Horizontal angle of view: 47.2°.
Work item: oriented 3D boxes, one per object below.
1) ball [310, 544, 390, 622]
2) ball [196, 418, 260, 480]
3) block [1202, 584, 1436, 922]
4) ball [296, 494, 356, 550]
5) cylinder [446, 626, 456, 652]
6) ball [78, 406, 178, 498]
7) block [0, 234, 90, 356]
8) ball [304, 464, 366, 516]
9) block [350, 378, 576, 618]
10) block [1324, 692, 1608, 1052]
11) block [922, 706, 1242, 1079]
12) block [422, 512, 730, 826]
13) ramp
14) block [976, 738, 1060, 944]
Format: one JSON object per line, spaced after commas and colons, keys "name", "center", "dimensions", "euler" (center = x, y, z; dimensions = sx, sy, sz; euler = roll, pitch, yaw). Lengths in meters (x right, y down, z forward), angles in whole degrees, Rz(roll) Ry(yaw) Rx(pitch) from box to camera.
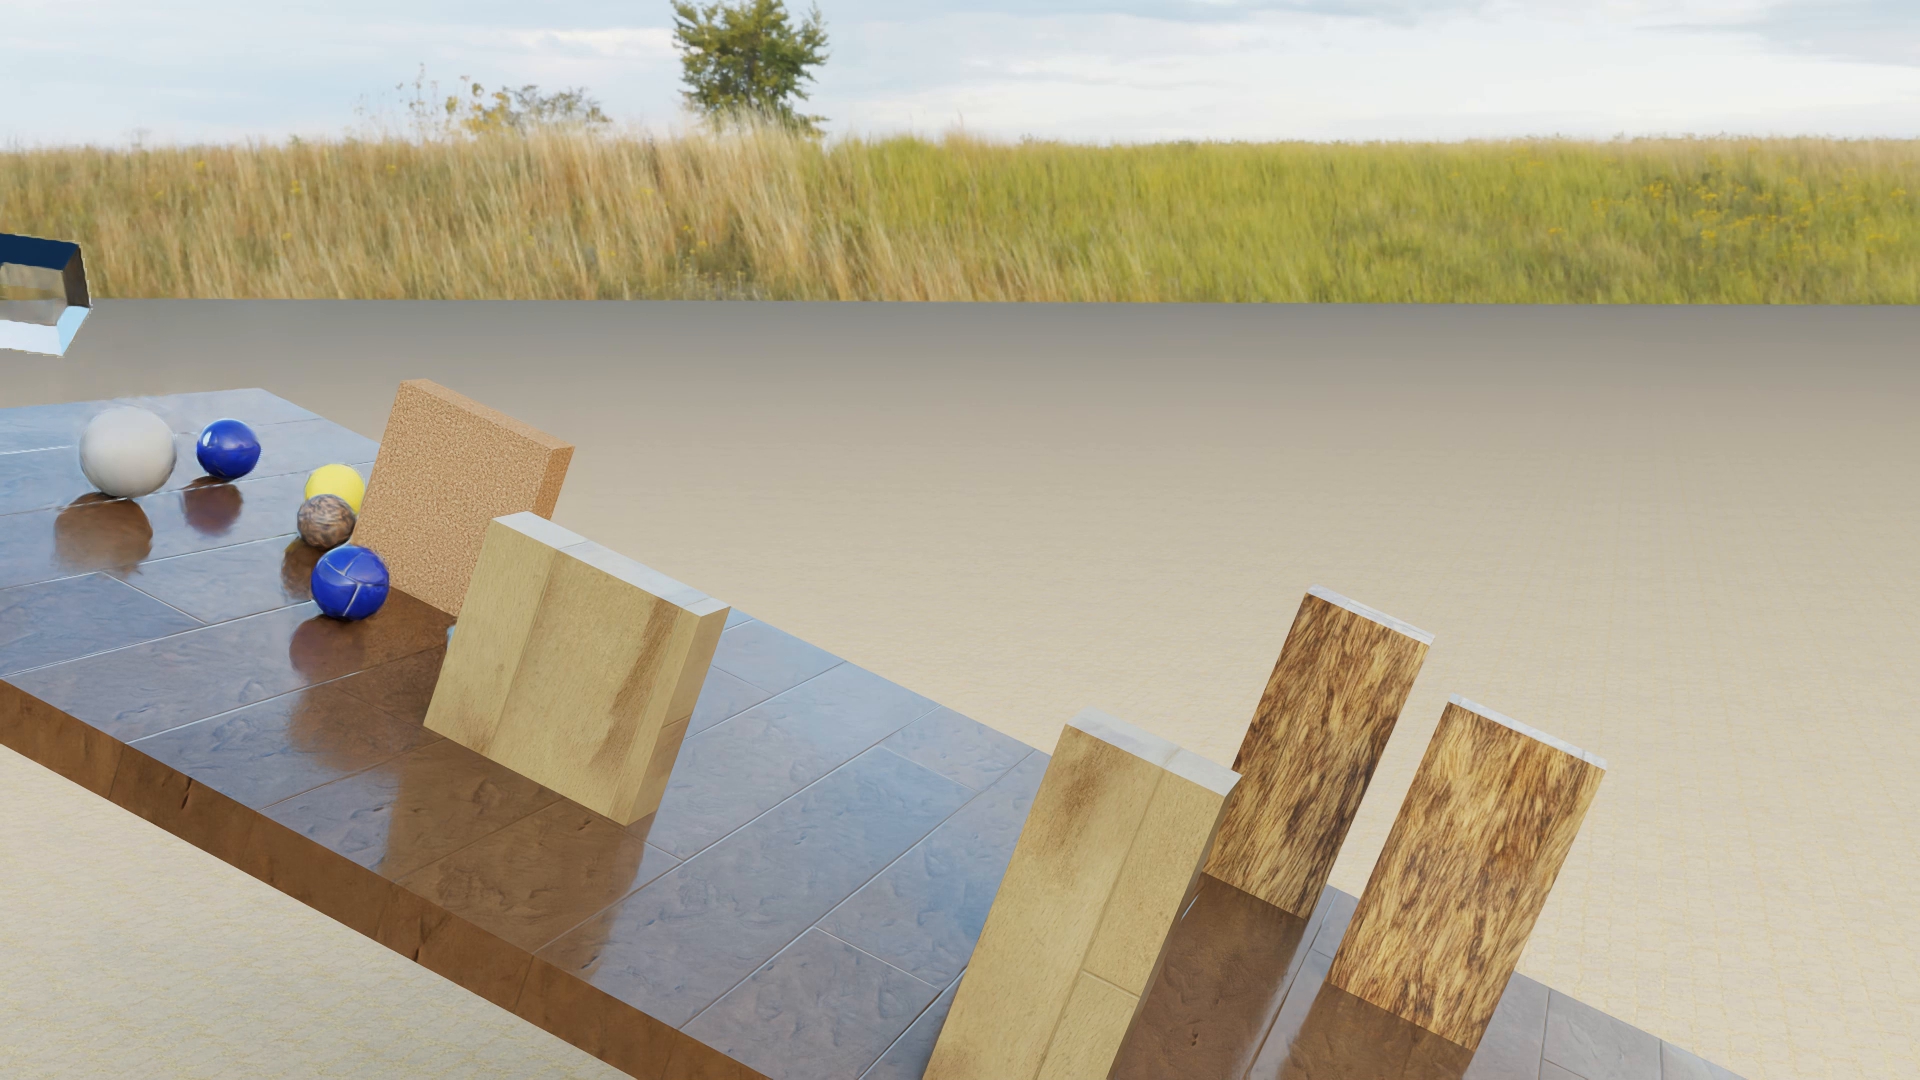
{"name": "ball", "center": [-1.179, 0.083, 4.250], "dimensions": [0.148, 0.148, 0.148], "euler": [0, 7, 0]}
{"name": "ball", "center": [-1.595, -0.198, 4.793], "dimensions": [0.134, 0.134, 0.134], "euler": [0, 7, 0]}
{"name": "block", "center": [0.747, 0.449, 4.667], "dimensions": [0.274, 0.646, 0.134], "euler": [24, 13, 13]}
{"name": "ball", "center": [-1.324, -0.038, 4.593], "dimensions": [0.119, 0.119, 0.119], "euler": [0, 7, 0]}
{"name": "cylinder", "center": [-0.897, 0.223, 4.091], "dimensions": [0.114, 0.114, 0.114], "euler": [2, 13, -1]}
{"name": "ball", "center": [-1.681, -0.177, 4.444], "dimensions": [0.188, 0.188, 0.188], "euler": [0, 7, 0]}
{"name": "block", "center": [-1.786, -0.472, 4.226], "dimensions": [0.154, 0.154, 0.154], "euler": [8, 42, -3]}
{"name": "ball", "center": [-1.341, -0.099, 4.719], "dimensions": [0.128, 0.128, 0.128], "euler": [0, 7, 0]}
{"name": "block", "center": [-1.035, -0.072, 4.535], "dimensions": [0.365, 0.409, 0.099], "euler": [24, 13, 13]}
{"name": "block", "center": [0.981, 0.646, 4.285], "dimensions": [0.317, 0.616, 0.094], "euler": [24, 13, 13]}
{"name": "block", "center": [0.177, 0.583, 3.267], "dimensions": [0.250, 0.611, 0.142], "euler": [24, 13, 13]}
{"name": "block", "center": [-0.678, 0.223, 3.884], "dimensions": [0.423, 0.403, 0.132], "euler": [24, 13, 13]}
{"name": "ramp", "center": [-0.315, 0.563, 4.199], "dimensions": [4.000, 0.100, 2.000], "euler": [24, 13, 13]}
{"name": "block", "center": [0.234, 0.563, 3.879], "dimensions": [0.249, 0.422, 0.135], "euler": [24, 13, 13]}
